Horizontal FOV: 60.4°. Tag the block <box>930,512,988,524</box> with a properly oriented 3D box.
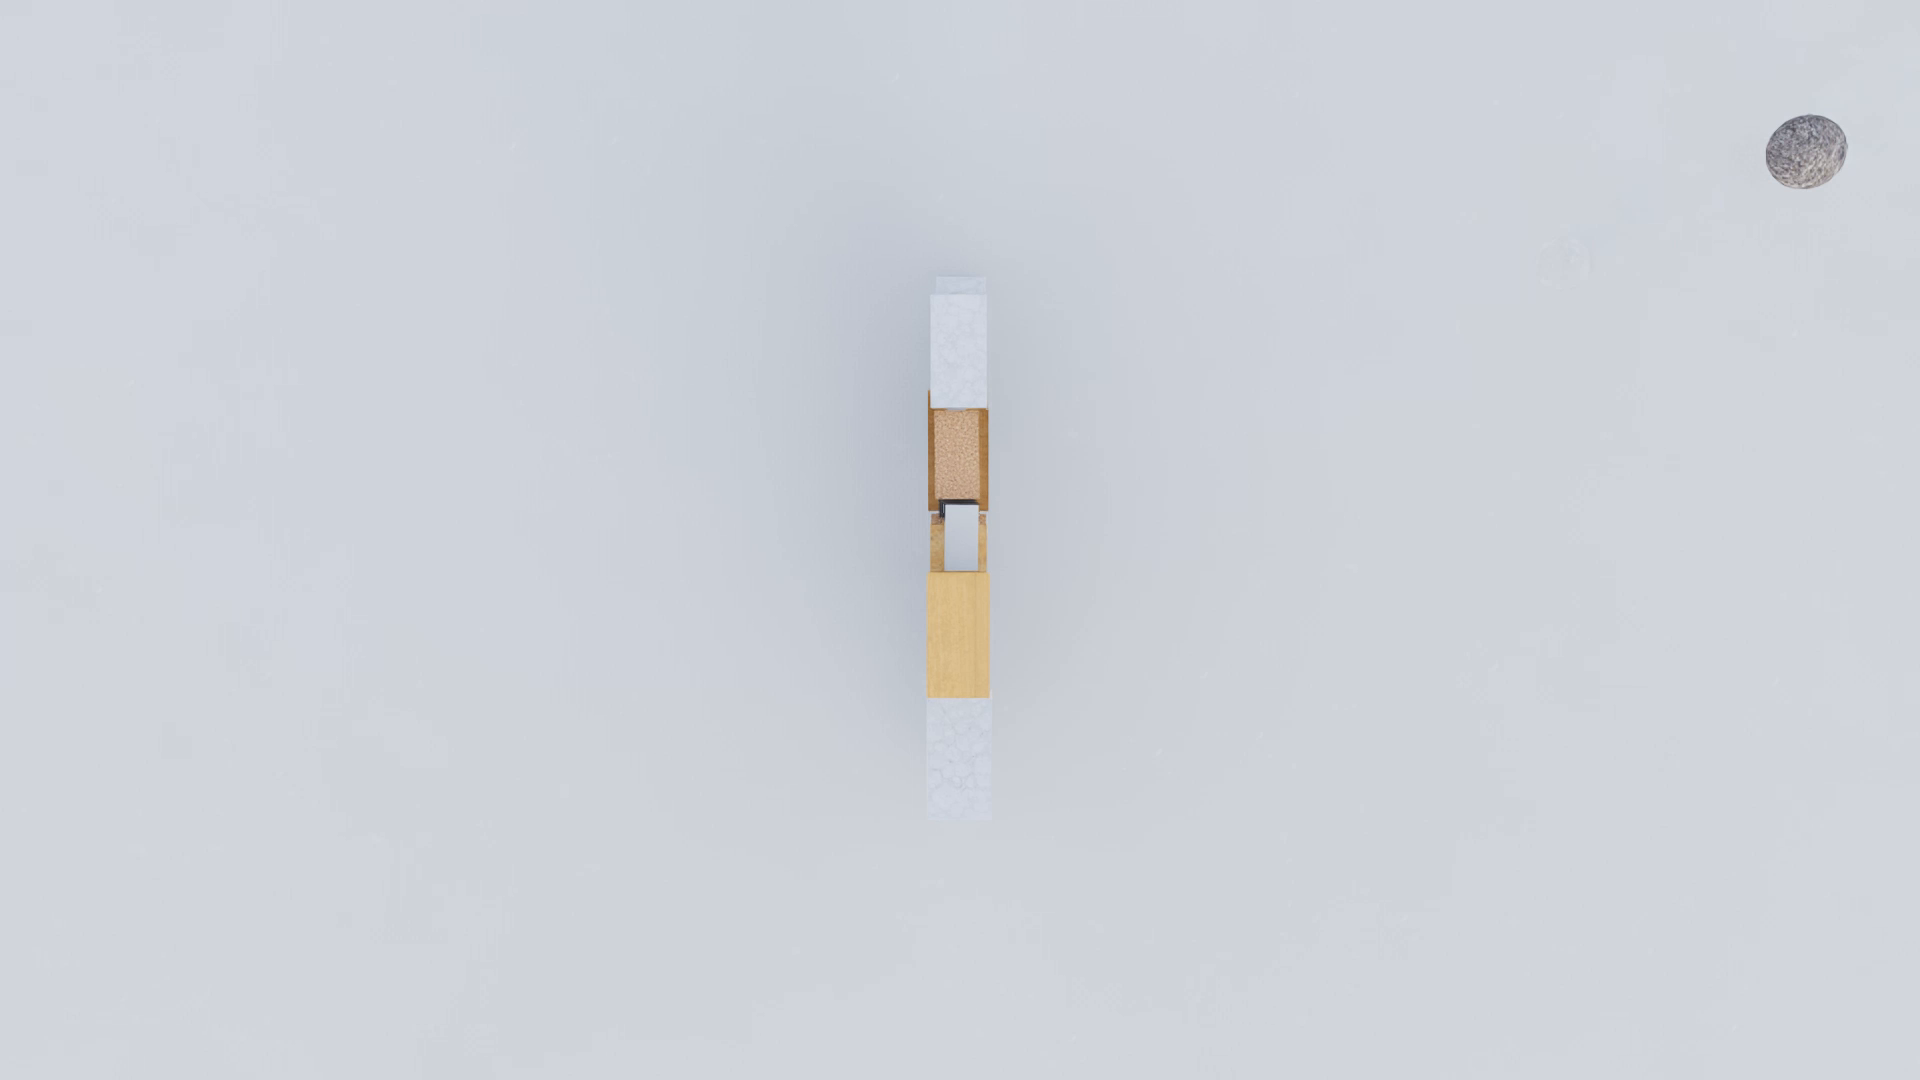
[{"bbox_3d":[-0.003,-0.200,5.119,0.178,0.050,0.356,0,90,0],"label":"block"}]

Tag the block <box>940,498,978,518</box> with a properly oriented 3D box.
[{"bbox_3d":[-0.006,-0.166,4.477,0.103,0.029,0.207,-1,90,0],"label":"block"}]

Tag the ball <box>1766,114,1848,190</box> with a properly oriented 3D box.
[{"bbox_3d":[2.348,-1.077,4.577,0.203,0.203,0.203,0,90,0],"label":"ball"}]

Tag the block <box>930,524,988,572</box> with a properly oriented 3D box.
[{"bbox_3d":[-0.004,0.108,4.413,0.152,0.043,0.303,0,95,0],"label":"block"}]

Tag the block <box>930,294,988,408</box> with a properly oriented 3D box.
[{"bbox_3d":[-0.003,-0.473,4.143,0.141,0.040,0.283,0,90,0],"label":"block"}]

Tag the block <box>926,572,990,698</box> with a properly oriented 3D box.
[{"bbox_3d":[-0.004,0.234,4.059,0.153,0.043,0.307,0,88,0],"label":"block"}]

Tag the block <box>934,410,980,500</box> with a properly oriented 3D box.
[{"bbox_3d":[-0.008,-0.218,4.221,0.113,0.032,0.226,-1,90,0],"label":"block"}]

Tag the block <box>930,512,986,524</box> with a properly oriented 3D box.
[{"bbox_3d":[-0.005,0.082,4.762,0.159,0.045,0.318,0,95,0],"label":"block"}]

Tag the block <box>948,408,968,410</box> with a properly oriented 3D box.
[{"bbox_3d":[-0.006,-0.327,4.584,0.054,0.015,0.108,1,90,1],"label":"block"}]

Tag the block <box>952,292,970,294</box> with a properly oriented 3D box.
[{"bbox_3d":[0.002,-0.674,4.832,0.053,0.015,0.105,1,90,0],"label":"block"}]

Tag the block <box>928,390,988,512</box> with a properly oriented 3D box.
[{"bbox_3d":[-0.005,-0.256,4.724,0.173,0.049,0.346,0,90,0],"label":"block"}]

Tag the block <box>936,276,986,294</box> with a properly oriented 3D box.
[{"bbox_3d":[0.003,-0.666,5.167,0.155,0.044,0.310,0,90,0],"label":"block"}]

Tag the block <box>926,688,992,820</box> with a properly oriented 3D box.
[{"bbox_3d":[-0.003,0.556,4.294,0.168,0.048,0.337,0,90,0],"label":"block"}]

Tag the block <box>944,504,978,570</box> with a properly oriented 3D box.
[{"bbox_3d":[0.004,-0.006,4.204,0.084,0.024,0.168,1,91,0],"label":"block"}]
